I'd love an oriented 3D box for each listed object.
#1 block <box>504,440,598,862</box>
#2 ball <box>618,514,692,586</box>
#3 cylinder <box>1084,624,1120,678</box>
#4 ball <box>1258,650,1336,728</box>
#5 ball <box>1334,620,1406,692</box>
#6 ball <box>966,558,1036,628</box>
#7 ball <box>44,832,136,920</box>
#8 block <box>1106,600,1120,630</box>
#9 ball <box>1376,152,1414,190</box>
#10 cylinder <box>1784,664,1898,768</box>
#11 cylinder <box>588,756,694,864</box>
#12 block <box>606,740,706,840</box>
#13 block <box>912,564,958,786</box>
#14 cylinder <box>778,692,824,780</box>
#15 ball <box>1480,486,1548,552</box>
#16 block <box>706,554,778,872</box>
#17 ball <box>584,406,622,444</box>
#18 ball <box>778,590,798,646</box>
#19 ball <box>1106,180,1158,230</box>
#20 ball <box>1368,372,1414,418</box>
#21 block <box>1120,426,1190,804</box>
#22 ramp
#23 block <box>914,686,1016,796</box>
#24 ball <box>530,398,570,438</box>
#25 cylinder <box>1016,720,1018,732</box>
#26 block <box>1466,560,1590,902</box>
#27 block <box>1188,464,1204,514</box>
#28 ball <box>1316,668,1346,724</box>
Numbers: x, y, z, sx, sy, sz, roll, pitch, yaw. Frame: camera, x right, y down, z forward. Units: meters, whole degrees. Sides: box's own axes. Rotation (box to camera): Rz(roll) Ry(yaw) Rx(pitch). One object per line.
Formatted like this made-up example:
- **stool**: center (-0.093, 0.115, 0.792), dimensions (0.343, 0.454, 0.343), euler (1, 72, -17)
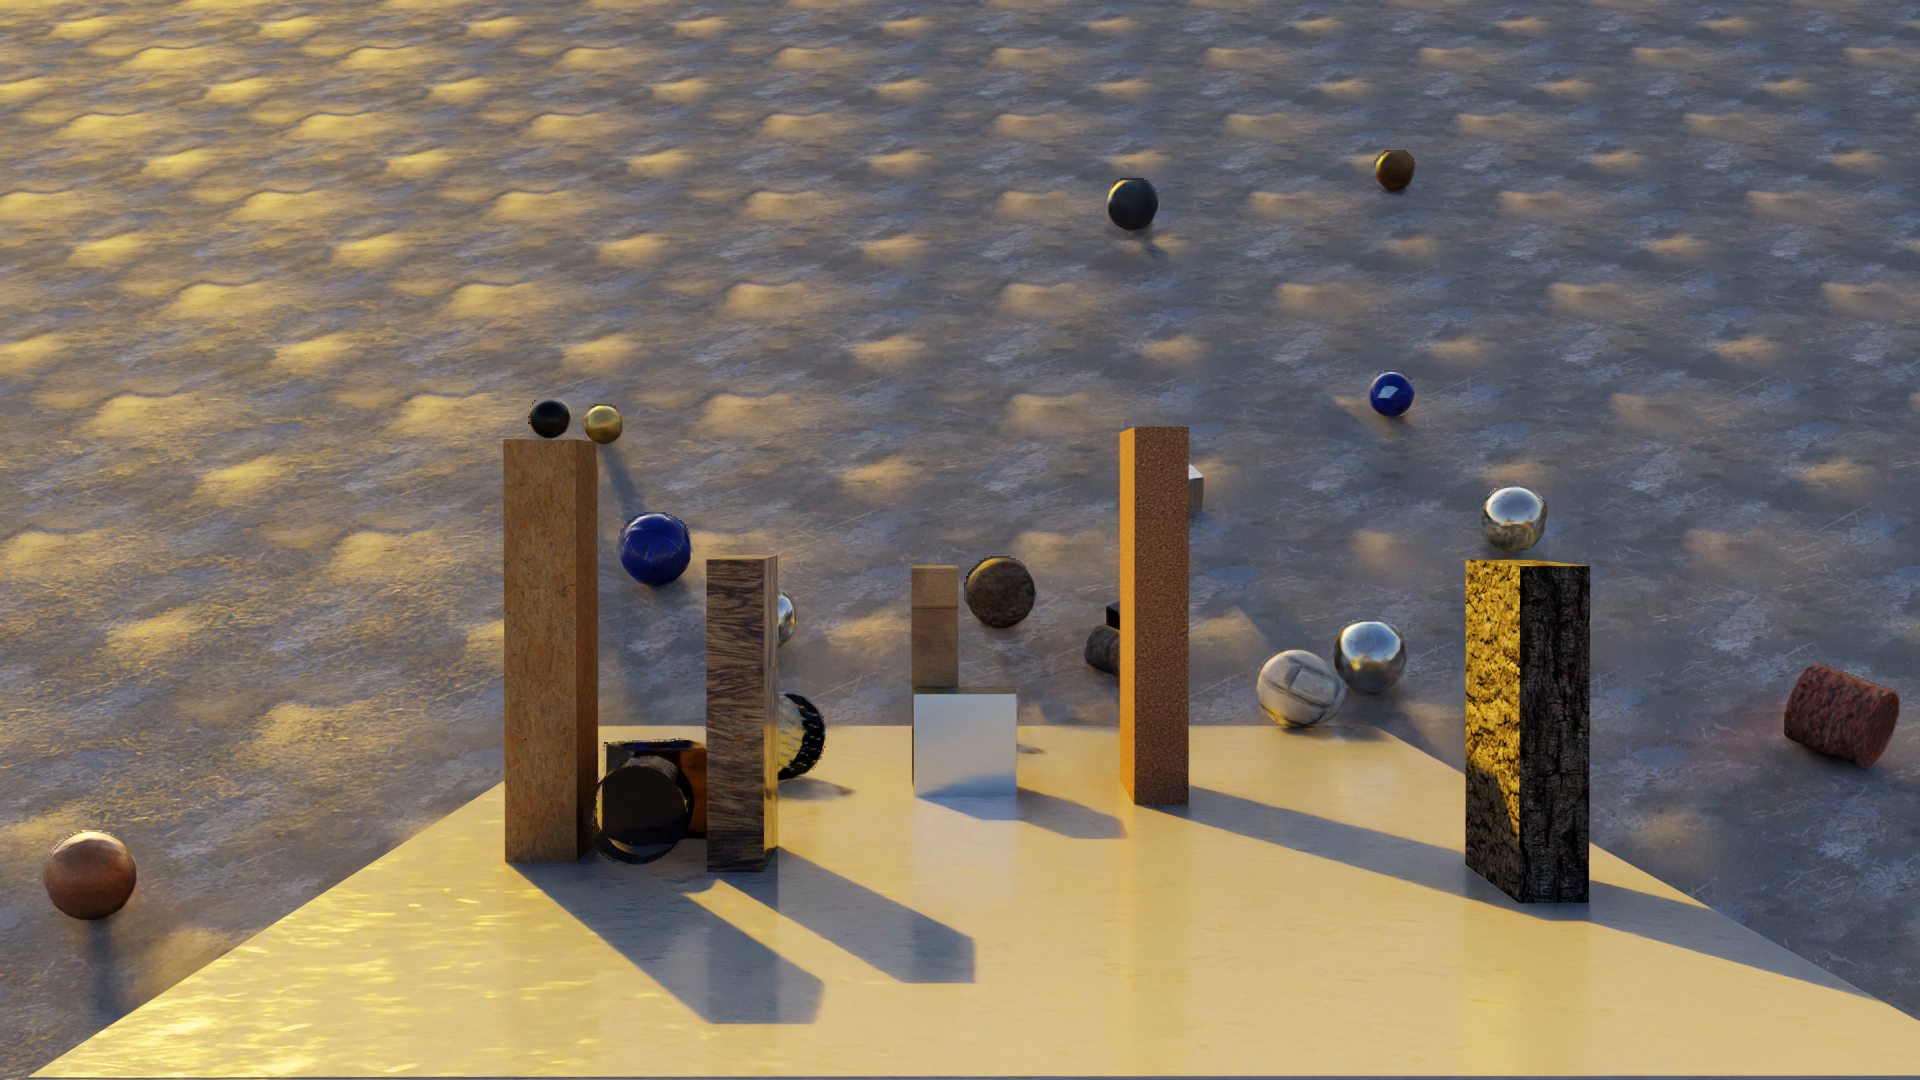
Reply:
- **block**: center (-0.670, 0.175, 4.244), dimensions (0.115, 0.675, 0.247), euler (0, 1, 0)
- **ball**: center (-0.876, 0.028, 7.425), dimensions (0.208, 0.208, 0.208), euler (0, 27, 0)
- **cylinder**: center (0.421, 0.303, 6.991), dimensions (0.118, 0.118, 0.118), euler (22, 35, 36)
- **ball**: center (0.852, 0.376, 6.543), dimensions (0.197, 0.197, 0.197), euler (0, 27, 0)
- **ball**: center (1.095, 0.310, 6.896), dimensions (0.194, 0.194, 0.194), euler (0, 27, 0)
- **ball**: center (0.114, 0.148, 7.207), dimensions (0.195, 0.195, 0.195), euler (0, 27, 0)
- **ball**: center (-2.013, 0.779, 5.981), dimensions (0.202, 0.202, 0.202), euler (0, 27, 0)
- **block**: center (0.495, 0.242, 7.097), dimensions (0.130, 0.130, 0.130), euler (-22, 35, -36)
- **ball**: center (1.755, -1.490, 10.416), dimensions (0.156, 0.156, 0.156), euler (0, 27, 0)
- **cylinder**: center (2.255, 0.450, 6.611), dimensions (0.207, 0.207, 0.207), euler (24, 36, 38)
- **cylinder**: center (-0.515, 0.435, 4.180), dimensions (0.157, 0.157, 0.157), euler (-1, 1, -1)
- **block**: center (-0.515, 0.432, 4.467), dimensions (0.153, 0.153, 0.153), euler (0, 1, -25)
- **block**: center (-0.051, 0.275, 5.364), dimensions (0.095, 0.439, 0.276), euler (0, 1, 0)
- **cylinder**: center (-0.400, 0.404, 5.394), dimensions (0.180, 0.180, 0.180), euler (-14, 6, -24)
- **ball**: center (1.633, -0.061, 7.614), dimensions (0.193, 0.193, 0.193), euler (0, 27, 0)
- **block**: center (-0.349, 0.271, 4.160), dimensions (0.089, 0.486, 0.308), euler (0, 1, 0)
- **ball**: center (-1.144, -0.370, 8.287), dimensions (0.124, 0.124, 0.124), euler (0, 27, 0)
- **ball**: center (-0.532, 0.216, 7.104), dimensions (0.169, 0.169, 0.169), euler (0, 27, 0)
- **ball**: center (0.667, -1.299, 10.003), dimensions (0.196, 0.196, 0.196), euler (0, 27, 0)
- **ball**: center (1.414, -0.477, 8.468), dimensions (0.147, 0.147, 0.147), euler (0, 27, 0)
- **block**: center (0.381, 0.140, 5.106), dimensions (0.103, 0.715, 0.435), euler (0, 1, 0)
- **ramp**: center (0.062, 0.557, 4.594), dimensions (2.000, 0.100, 4.000), euler (0, 1, 0)
- **block**: center (0.010, 0.398, 5.128), dimensions (0.200, 0.200, 0.200), euler (0, 1, 0)
- **ball**: center (-1.322, -0.392, 8.324), dimensions (0.128, 0.128, 0.128), euler (0, 27, 0)
- **cylinder**: center (0.075, 0.425, 6.088), dimensions (0.114, 0.114, 0.114), euler (0, 27, -1)
- **block**: center (0.851, 0.276, 3.894), dimensions (0.101, 0.483, 0.390), euler (0, 1, 0)
- **block**: center (0.662, -0.154, 7.874), dimensions (0.119, 0.119, 0.119), euler (-11, 29, -20)
- **ball**: center (0.925, 0.400, 6.709), dimensions (0.155, 0.155, 0.155), euler (0, 27, 0)
